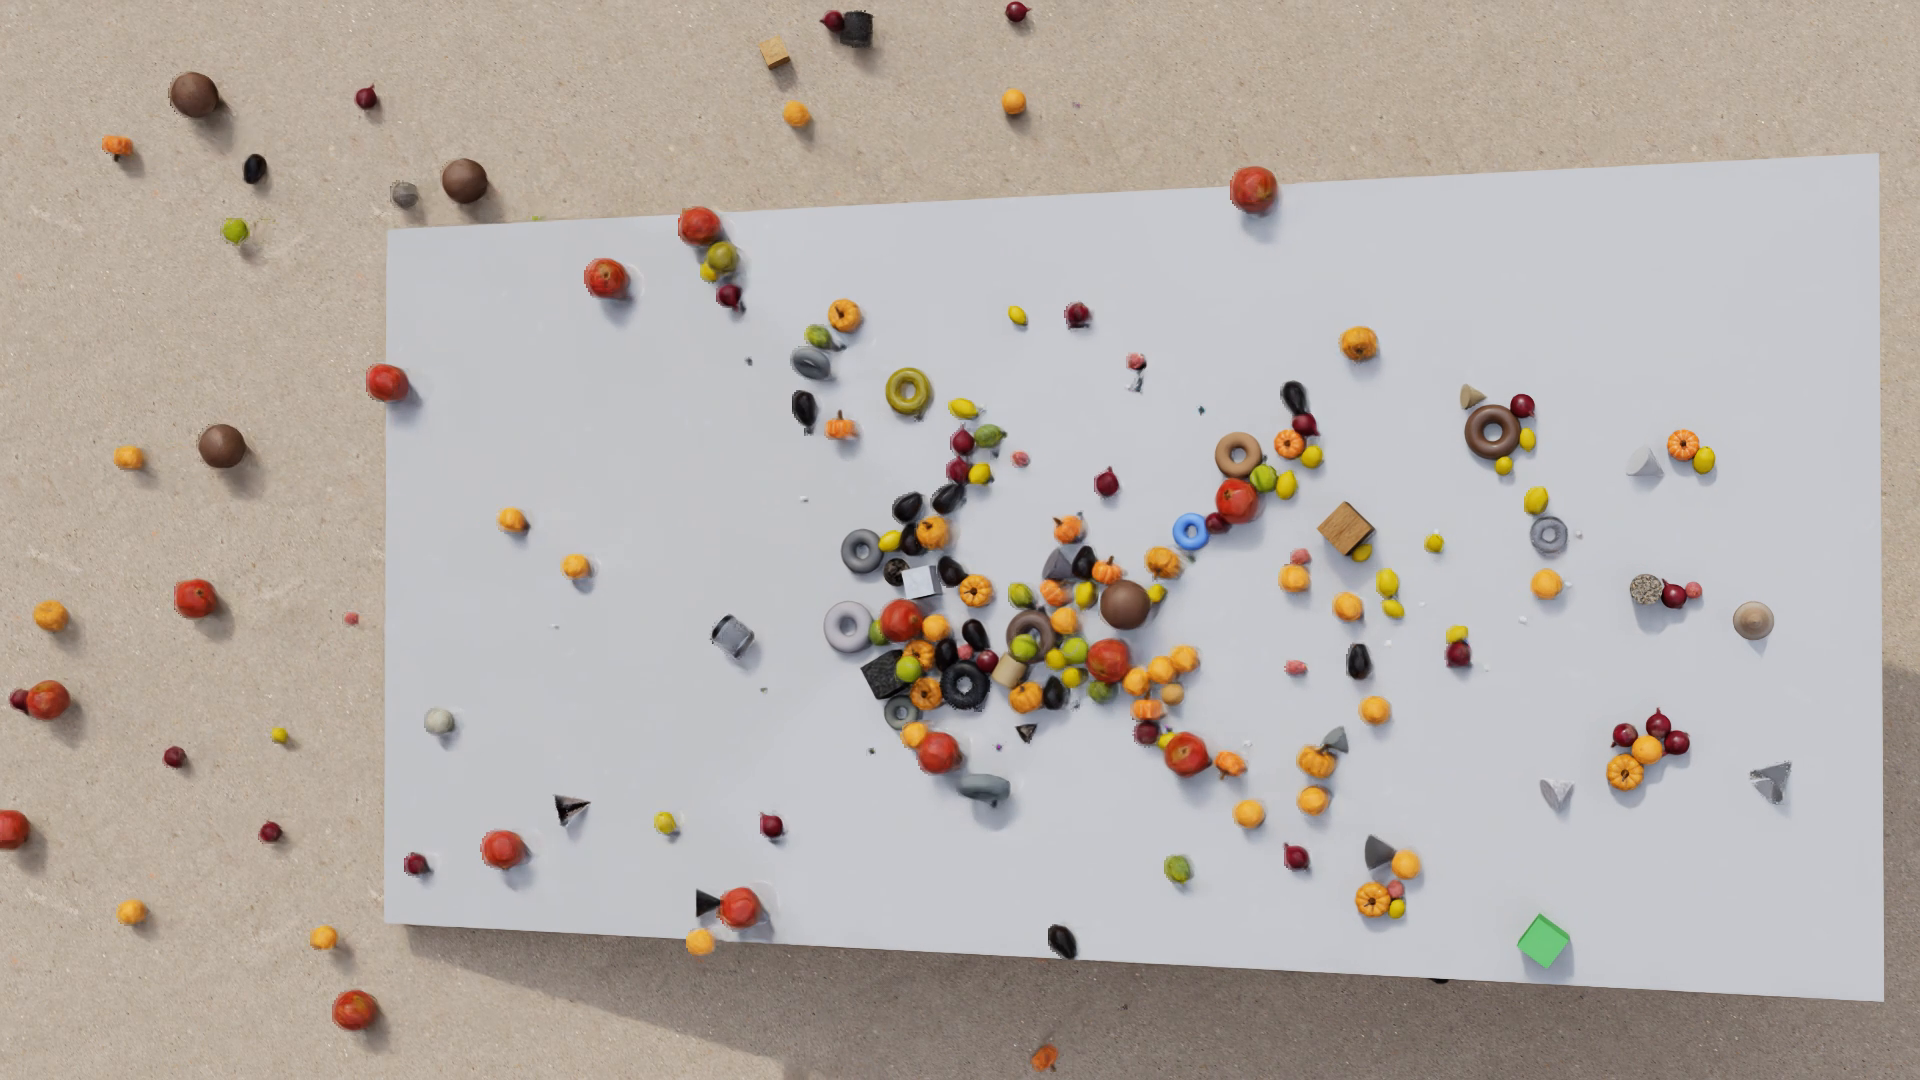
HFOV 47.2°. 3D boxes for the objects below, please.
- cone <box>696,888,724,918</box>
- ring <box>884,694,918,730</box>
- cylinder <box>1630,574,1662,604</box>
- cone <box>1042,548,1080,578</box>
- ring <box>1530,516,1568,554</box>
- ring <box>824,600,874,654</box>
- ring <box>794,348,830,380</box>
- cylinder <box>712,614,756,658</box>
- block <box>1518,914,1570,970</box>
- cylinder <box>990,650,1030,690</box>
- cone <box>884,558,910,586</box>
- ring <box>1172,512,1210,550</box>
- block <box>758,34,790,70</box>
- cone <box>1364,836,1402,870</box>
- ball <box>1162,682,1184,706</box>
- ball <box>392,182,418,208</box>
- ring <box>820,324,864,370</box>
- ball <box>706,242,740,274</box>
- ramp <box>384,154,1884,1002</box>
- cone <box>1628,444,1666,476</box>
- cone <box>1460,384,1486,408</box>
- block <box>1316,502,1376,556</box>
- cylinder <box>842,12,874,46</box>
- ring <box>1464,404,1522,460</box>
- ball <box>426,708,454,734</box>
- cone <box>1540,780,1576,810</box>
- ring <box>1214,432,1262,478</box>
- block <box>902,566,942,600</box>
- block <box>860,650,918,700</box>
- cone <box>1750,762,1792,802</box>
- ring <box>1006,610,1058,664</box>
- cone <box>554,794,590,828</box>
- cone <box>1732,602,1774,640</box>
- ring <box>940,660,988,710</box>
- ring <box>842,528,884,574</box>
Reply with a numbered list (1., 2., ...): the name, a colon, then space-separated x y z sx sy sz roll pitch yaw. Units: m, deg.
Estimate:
1. cone: -0.681 0.991 6.014 0.081 0.081 0.081 0 89 -10
2. ring: -0.156 0.461 5.865 0.097 0.032 0.097 -1 88 17
3. cylinder: 1.654 0.119 5.301 0.075 0.075 0.075 0 89 17
4. cone: 0.275 0.080 5.736 0.092 0.092 0.092 26 89 -11
5. ring: 1.443 -0.013 5.390 0.093 0.031 0.093 -1 88 17
6. ring: -0.299 0.233 5.905 0.141 0.047 0.141 0 90 16
7. ring: -0.399 -0.474 5.922 0.109 0.109 0.036 25 58 0
8. cylinder: -0.617 0.261 5.980 0.085 0.085 0.085 37 89 14
9. block: 1.420 0.976 5.353 0.087 0.087 0.087 37 99 14
10. cylinder: 0.130 0.341 5.758 0.074 0.074 0.074 30 99 0
11. cone: -0.180 0.086 5.855 0.076 0.076 0.076 0 89 17
12. ring: 0.594 -0.022 5.646 0.097 0.032 0.097 -1 88 18
13. block: -0.542 -1.424 6.425 0.068 0.068 0.068 -25 89 0
14. cone: 1.065 0.783 5.489 0.083 0.083 0.083 6 89 -11
15. ball: 0.546 0.396 5.640 0.060 0.060 0.060 0 89 0
16. ball: -1.619 -1.007 6.414 0.078 0.078 0.078 0 89 0
17. ring: -0.314 -0.522 5.944 0.128 0.043 0.128 0 90 2
18. ball: -0.647 -0.769 6.001 0.091 0.091 0.091 0 89 0
19. ramp: 0.272 0.095 5.810 4.000 0.100 2.000 0 89 17
20. cone: 1.674 -0.176 5.319 0.082 0.082 0.082 28 89 -12
21. cone: 1.279 -0.356 5.446 0.060 0.060 0.060 1 89 -10
22. block: 0.966 -0.028 5.500 0.096 0.096 0.096 -46 77 11
23. cylinder: -0.298 -1.490 6.417 0.083 0.083 0.083 6 91 0
24. ring: 1.314 -0.267 5.425 0.137 0.046 0.137 0 90 16
25. ball: -1.476 0.515 6.241 0.076 0.076 0.076 0 89 0
26. cone: 1.472 0.606 5.370 0.078 0.078 0.078 -23 89 -11
27. ring: 0.710 -0.216 5.610 0.121 0.040 0.121 0 90 17
28. block: -0.100 0.112 5.830 0.077 0.077 0.077 -13 86 16
29. block: -0.188 0.357 5.843 0.097 0.097 0.097 -31 81 14
30. cone: 1.946 0.555 5.223 0.095 0.095 0.095 -39 89 -14
31. ring: 0.188 0.253 5.757 0.141 0.047 0.141 0 90 16
32. cone: -1.074 0.743 6.133 0.097 0.097 0.097 -14 89 -11
33. cone: 1.886 0.193 5.220 0.094 0.094 0.094 0 89 17
34. ring: 0.011 0.383 5.810 0.131 0.044 0.131 -1 87 16
35. ring: -0.262 0.030 5.899 0.122 0.041 0.122 0 89 18
